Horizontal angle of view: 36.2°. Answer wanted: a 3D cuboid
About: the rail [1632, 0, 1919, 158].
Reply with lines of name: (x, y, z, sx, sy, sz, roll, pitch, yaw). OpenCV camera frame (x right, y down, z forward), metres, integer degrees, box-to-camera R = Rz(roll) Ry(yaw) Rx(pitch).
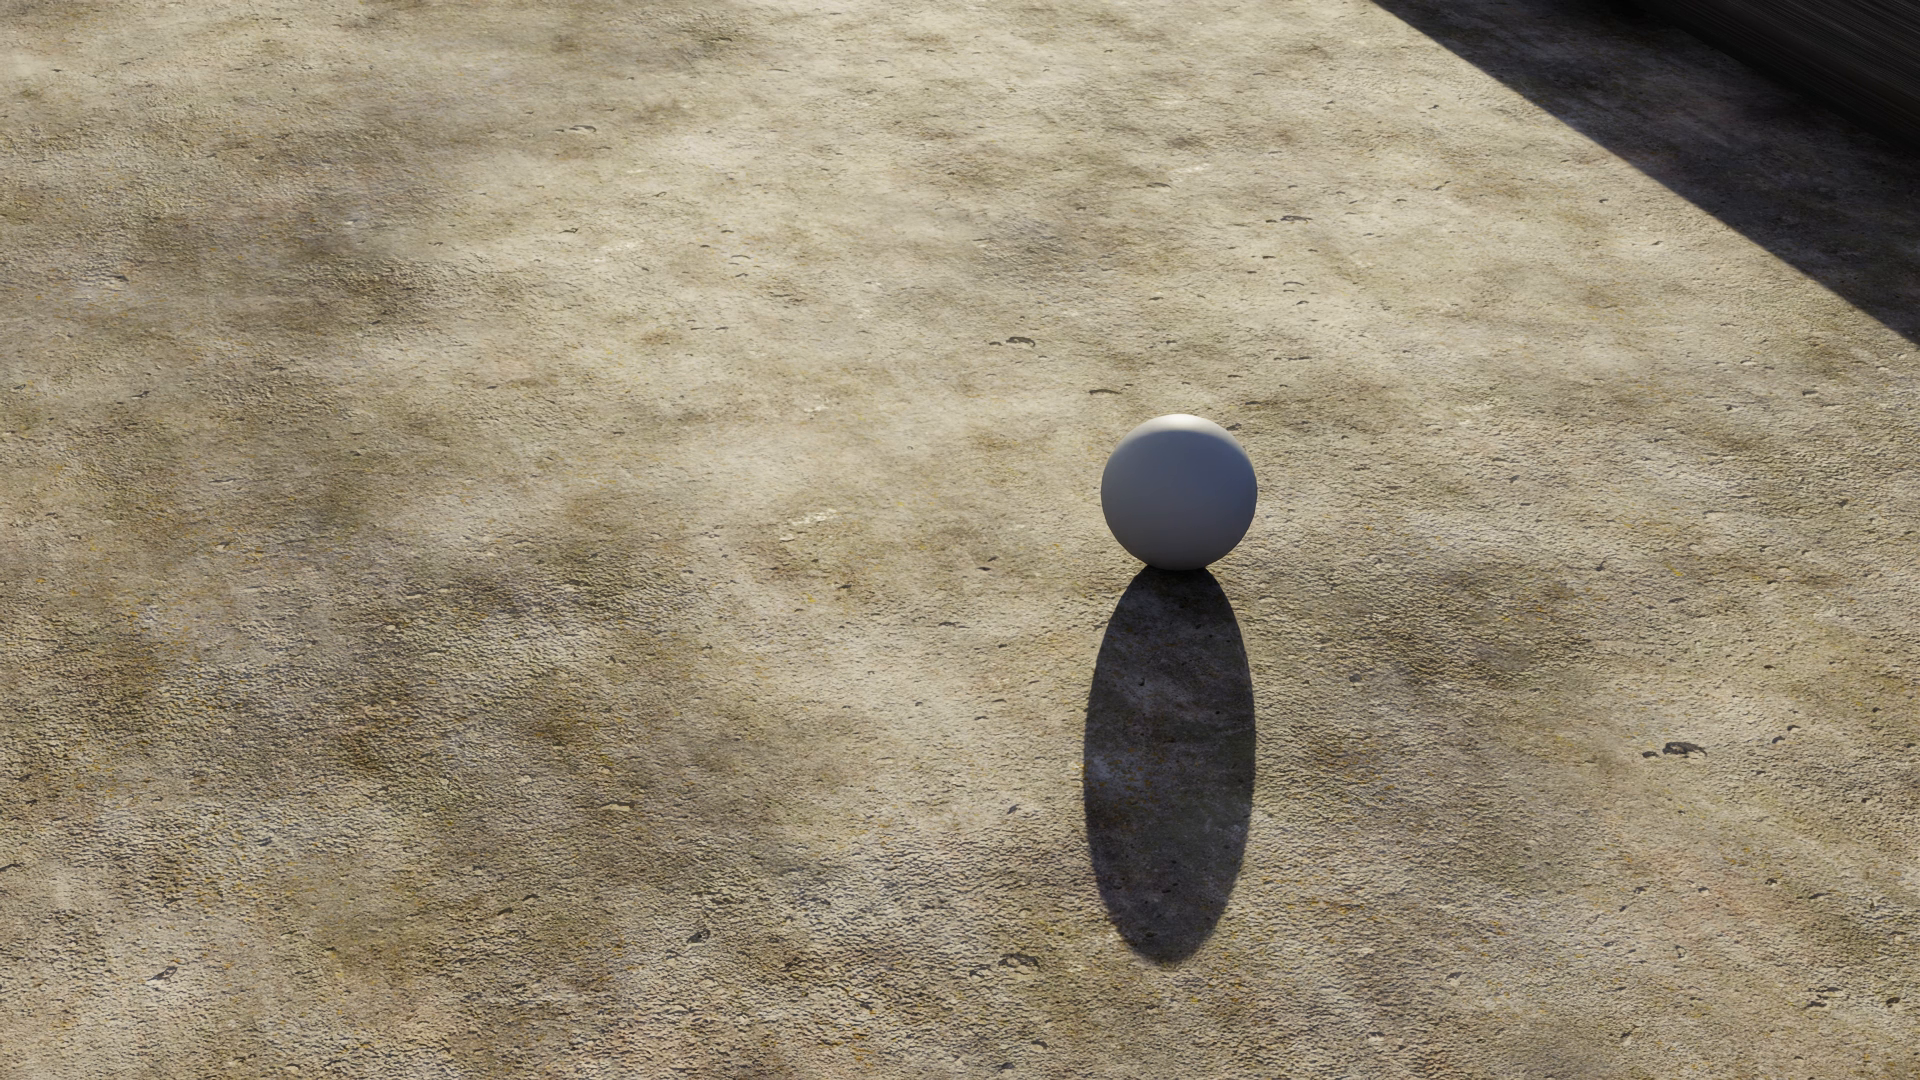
rail: (0.630, -0.608, 2.916, 0.045, 0.130, 3.752, -10, 30, -18)

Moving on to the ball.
ball: (0.139, -0.030, 1.870, 0.100, 0.100, 0.100, 0, 28, 0)
